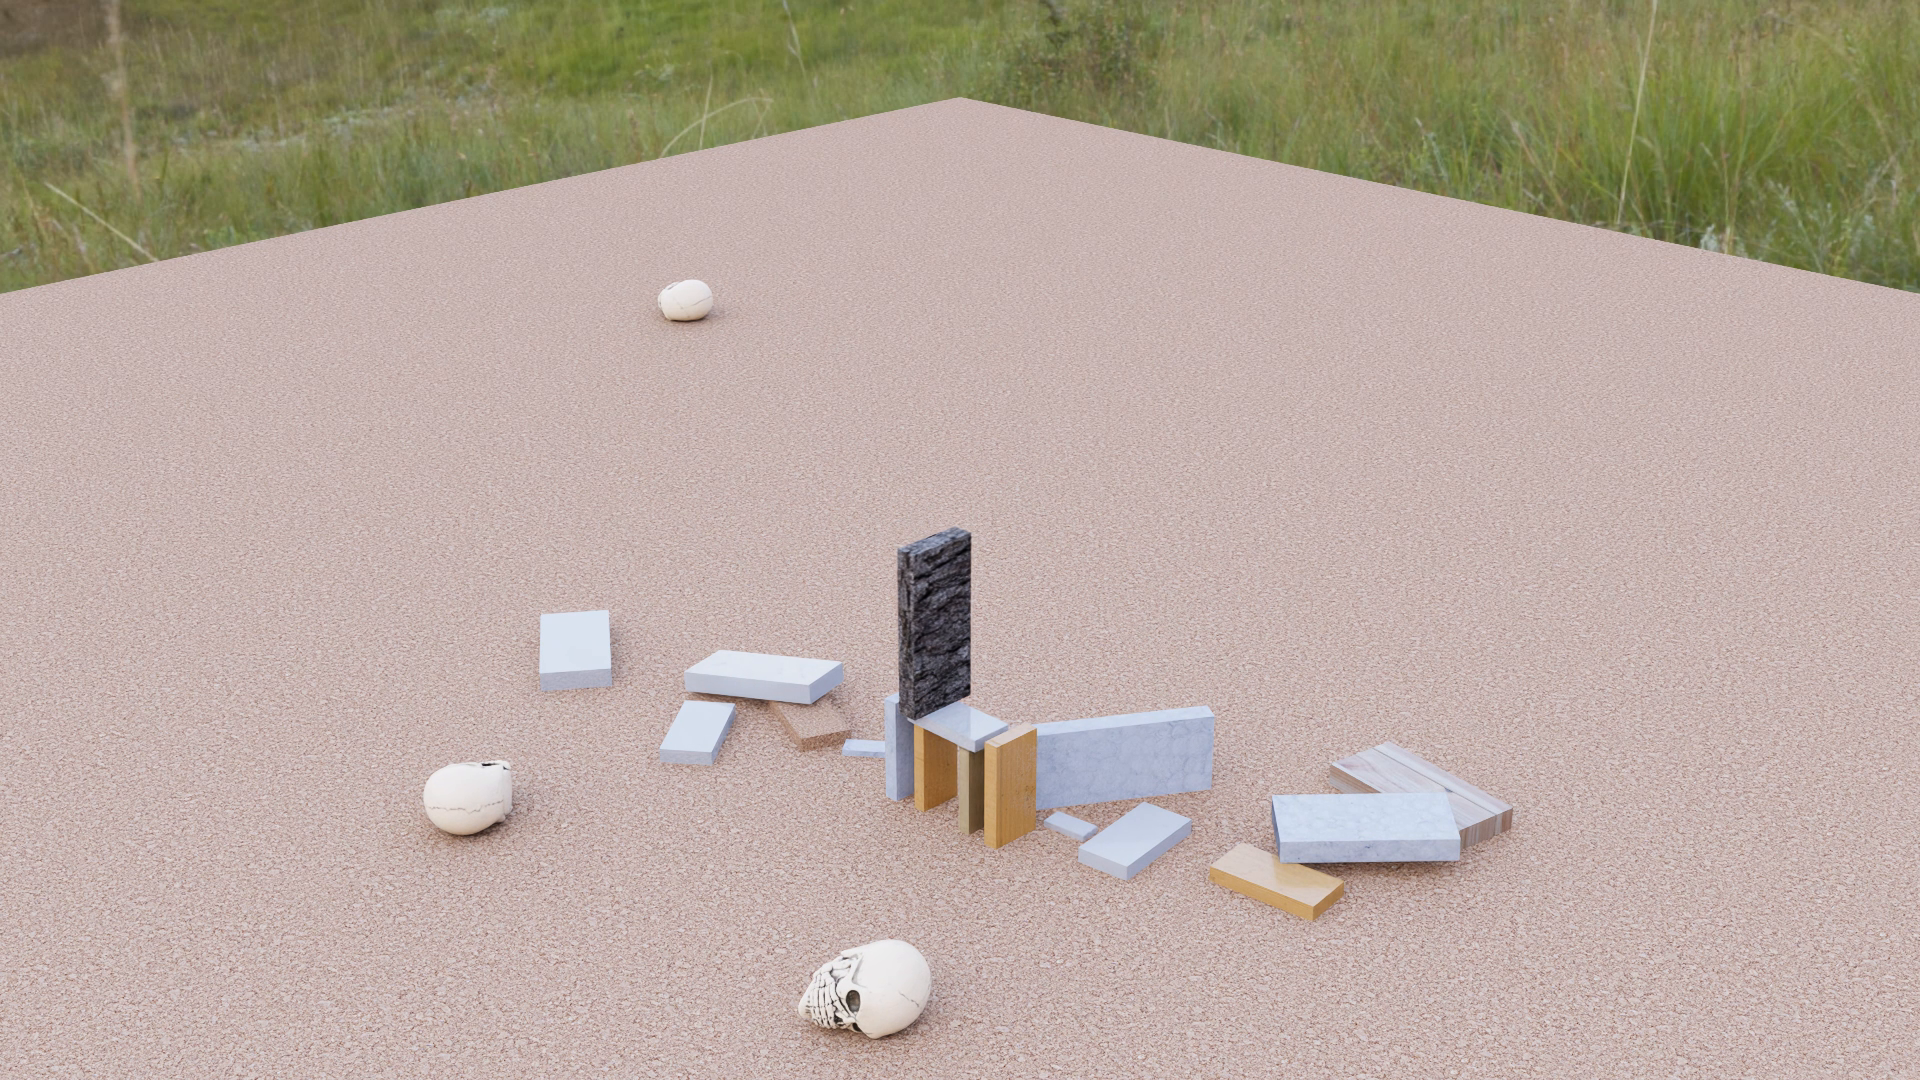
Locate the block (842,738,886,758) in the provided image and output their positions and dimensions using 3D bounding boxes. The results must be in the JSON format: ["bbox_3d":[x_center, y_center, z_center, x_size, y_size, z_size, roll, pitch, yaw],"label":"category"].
[{"bbox_3d":[-0.184,0.446,4.692,0.127,0.014,0.049,3,23,7],"label":"block"}]

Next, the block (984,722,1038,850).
[{"bbox_3d":[0.100,0.484,4.328,0.032,0.228,0.114,21,31,41],"label":"block"}]

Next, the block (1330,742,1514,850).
[{"bbox_3d":[0.934,0.520,4.473,0.171,0.048,0.341,-15,27,-32],"label":"block"}]

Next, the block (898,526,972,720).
[{"bbox_3d":[-0.050,0.166,4.356,0.045,0.357,0.159,21,31,40],"label":"block"}]

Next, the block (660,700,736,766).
[{"bbox_3d":[-0.564,0.415,4.742,0.113,0.032,0.225,3,23,7],"label":"block"}]

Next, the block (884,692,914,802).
[{"bbox_3d":[-0.102,0.412,4.503,0.032,0.225,0.113,21,31,40],"label":"block"}]

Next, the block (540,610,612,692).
[{"bbox_3d":[-0.892,0.254,5.104,0.159,0.045,0.318,-4,23,-9],"label":"block"}]

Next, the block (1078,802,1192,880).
[{"bbox_3d":[0.345,0.591,4.327,0.114,0.032,0.228,17,28,35],"label":"block"}]

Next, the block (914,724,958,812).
[{"bbox_3d":[-0.049,0.447,4.462,0.095,0.191,0.027,-21,31,-41],"label":"block"}]

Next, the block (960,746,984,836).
[{"bbox_3d":[0.041,0.483,4.379,0.027,0.191,0.095,21,31,41],"label":"block"}]

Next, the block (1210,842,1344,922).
[{"bbox_3d":[0.602,0.649,4.189,0.228,0.032,0.114,17,29,35],"label":"block"}]

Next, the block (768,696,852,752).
[{"bbox_3d":[-0.329,0.389,4.803,0.113,0.032,0.225,-9,25,-21],"label":"block"}]

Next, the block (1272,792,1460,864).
[{"bbox_3d":[0.786,0.559,4.277,0.341,0.048,0.171,-1,25,3],"label":"block"}]

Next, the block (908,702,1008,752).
[{"bbox_3d":[-0.004,0.364,4.381,0.095,0.027,0.191,-21,31,-40],"label":"block"}]

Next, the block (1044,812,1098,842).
[{"bbox_3d":[0.221,0.572,4.394,0.097,0.014,0.049,18,29,35],"label":"block"}]

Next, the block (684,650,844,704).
[{"bbox_3d":[-0.439,0.305,4.924,0.318,0.045,0.159,4,17,24],"label":"block"}]

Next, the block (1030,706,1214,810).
[{"bbox_3d":[0.327,0.445,4.494,0.383,0.171,0.048,-5,24,-12],"label":"block"}]
